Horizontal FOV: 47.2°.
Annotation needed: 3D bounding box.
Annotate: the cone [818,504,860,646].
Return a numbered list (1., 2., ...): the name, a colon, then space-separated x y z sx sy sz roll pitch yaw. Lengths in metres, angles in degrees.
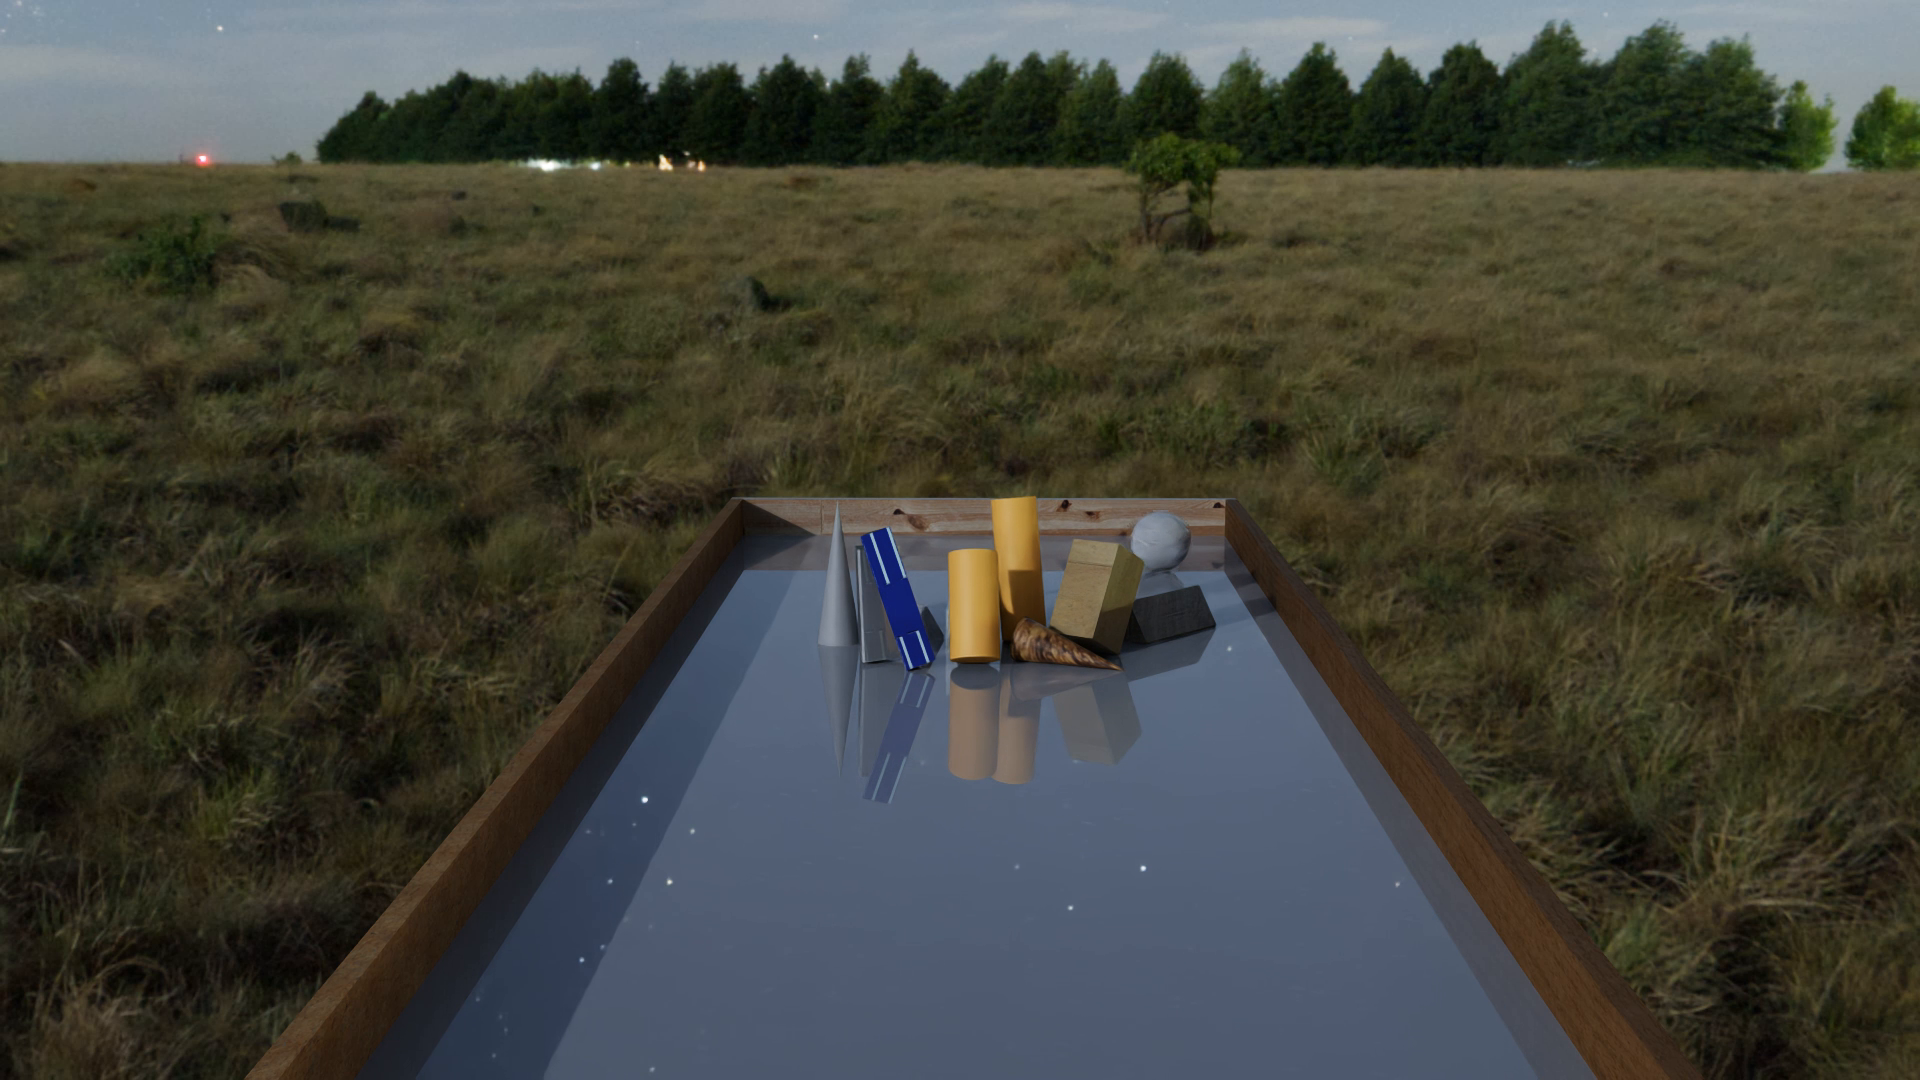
1. cone: -0.384 0.098 6.938 0.139 0.455 0.139 0 9 0

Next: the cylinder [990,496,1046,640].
1. cylinder: 0.187 0.089 6.966 0.144 0.447 0.144 -5 1 0

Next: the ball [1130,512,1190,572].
1. ball: 0.753 0.006 8.261 0.224 0.224 0.224 0 9 0

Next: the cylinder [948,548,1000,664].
1. cylinder: 0.043 0.199 6.614 0.151 0.325 0.151 -1 -10 0

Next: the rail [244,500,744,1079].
1. rail: -1.004 0.839 3.234 0.050 0.150 12.000 0 9 1

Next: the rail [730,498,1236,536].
1. rail: 0.099 -0.098 9.147 2.100 0.150 0.050 0 9 1

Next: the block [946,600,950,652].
1. block: 0.035 0.253 6.981 0.136 0.136 0.374 1 9 3

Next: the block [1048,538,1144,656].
1. block: 0.422 0.175 6.791 0.167 0.306 0.167 7 -16 37

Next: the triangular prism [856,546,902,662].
1. triangular prism: -0.274 0.189 6.696 0.150 0.341 0.130 -6 6 -35

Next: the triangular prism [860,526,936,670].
1. triangular prism: -0.195 0.175 6.584 0.095 0.422 0.082 -20 4 -15

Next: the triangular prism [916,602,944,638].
1. triangular prism: -0.191 0.234 7.180 0.121 0.105 0.408 -4 10 -24

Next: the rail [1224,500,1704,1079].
1. rail: 1.046 0.843 3.208 0.050 0.150 12.000 0 9 1

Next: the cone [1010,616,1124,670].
1. cone: 0.341 0.344 6.620 0.357 0.138 0.138 16 15 24
